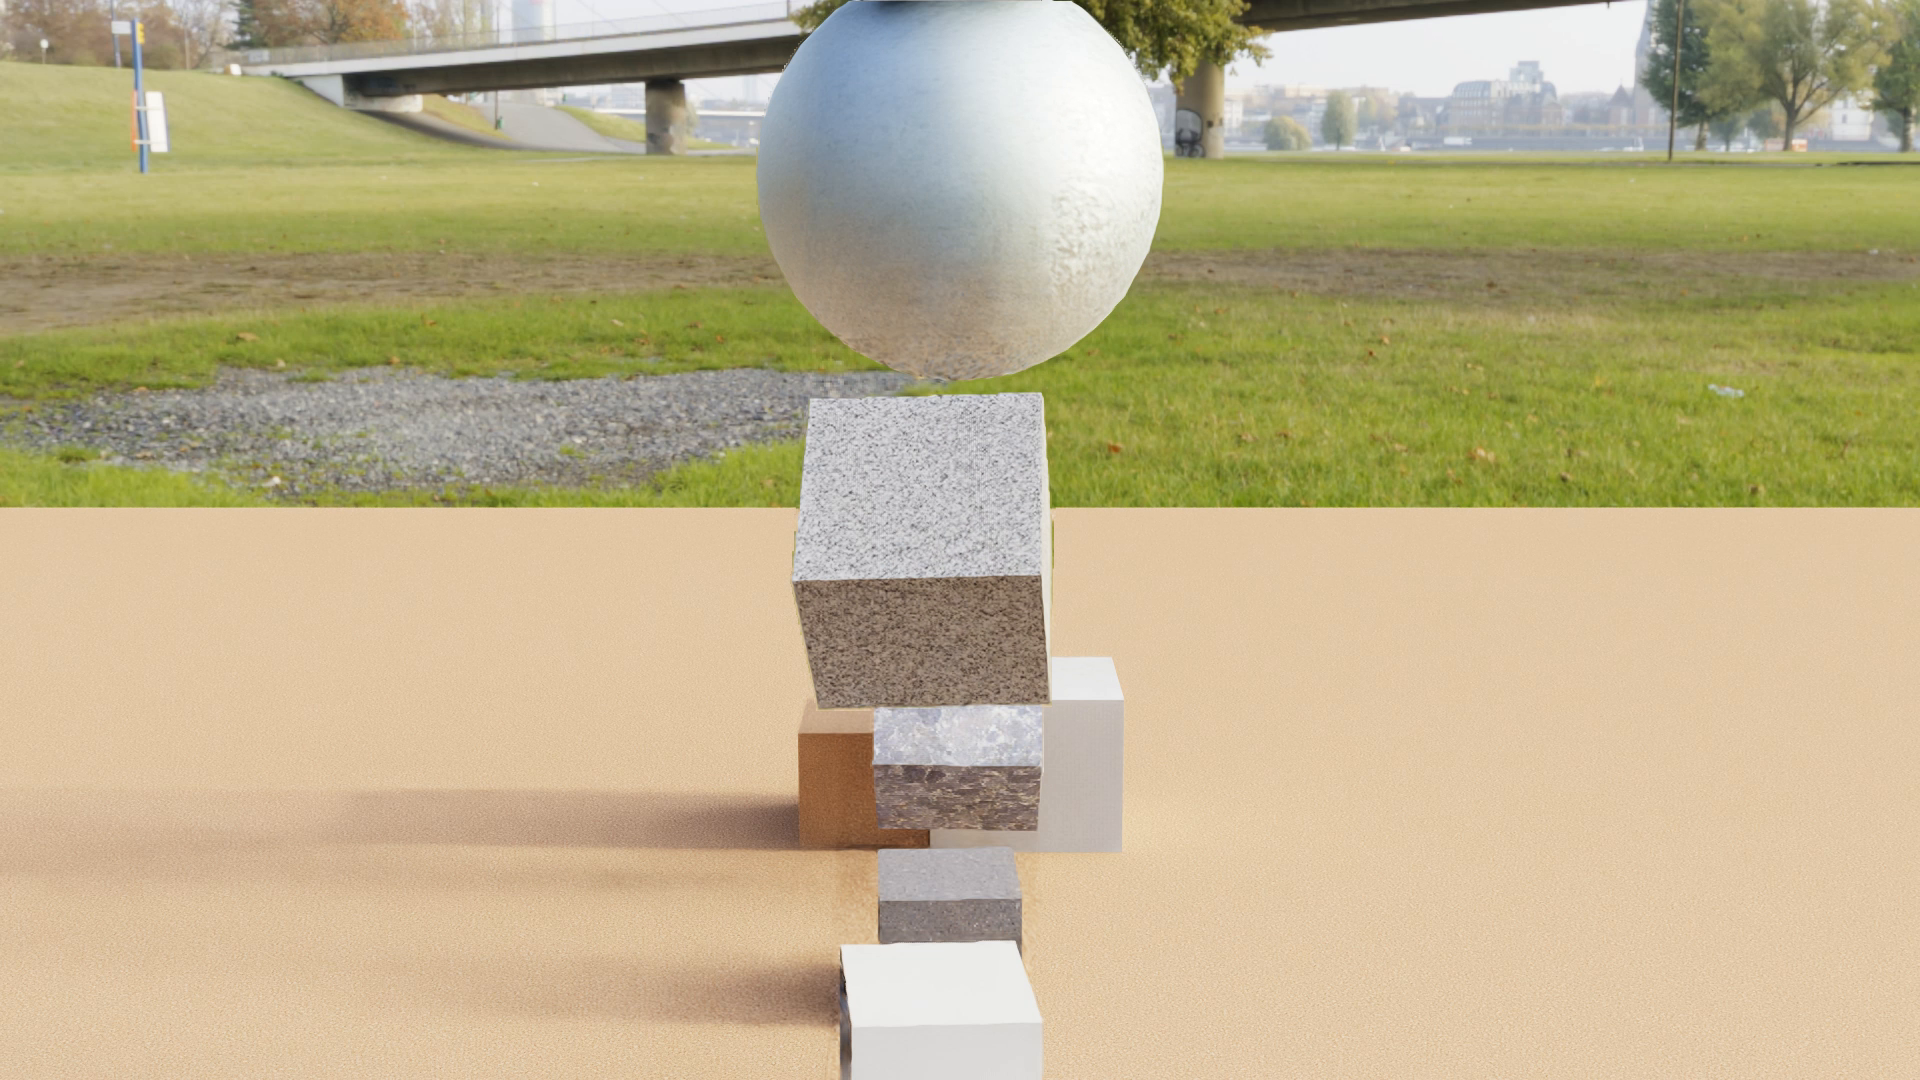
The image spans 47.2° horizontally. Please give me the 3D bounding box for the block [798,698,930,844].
[{"bbox_3d":[-0.485,1.190,11.400,0.652,0.580,0.708,0,10,0],"label":"block"}]

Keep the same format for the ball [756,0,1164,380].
[{"bbox_3d":[0.000,-1.428,8.655,1.600,1.600,1.600,0,10,0],"label":"ball"}]

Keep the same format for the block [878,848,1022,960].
[{"bbox_3d":[-0.050,1.633,9.080,0.569,0.539,0.647,0,10,-2],"label":"block"}]

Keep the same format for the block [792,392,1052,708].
[{"bbox_3d":[-0.097,0.036,7.115,0.754,0.657,0.761,-1,50,4],"label":"block"}]

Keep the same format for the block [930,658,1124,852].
[{"bbox_3d":[0.330,1.093,11.353,0.960,0.787,0.904,0,10,0],"label":"block"}]

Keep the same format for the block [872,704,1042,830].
[{"bbox_3d":[-0.006,0.885,10.314,0.756,0.709,0.729,1,-30,0],"label":"block"}]

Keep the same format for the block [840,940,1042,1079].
[{"bbox_3d":[-0.082,1.834,7.546,0.623,0.674,0.722,0,11,-6],"label":"block"}]
